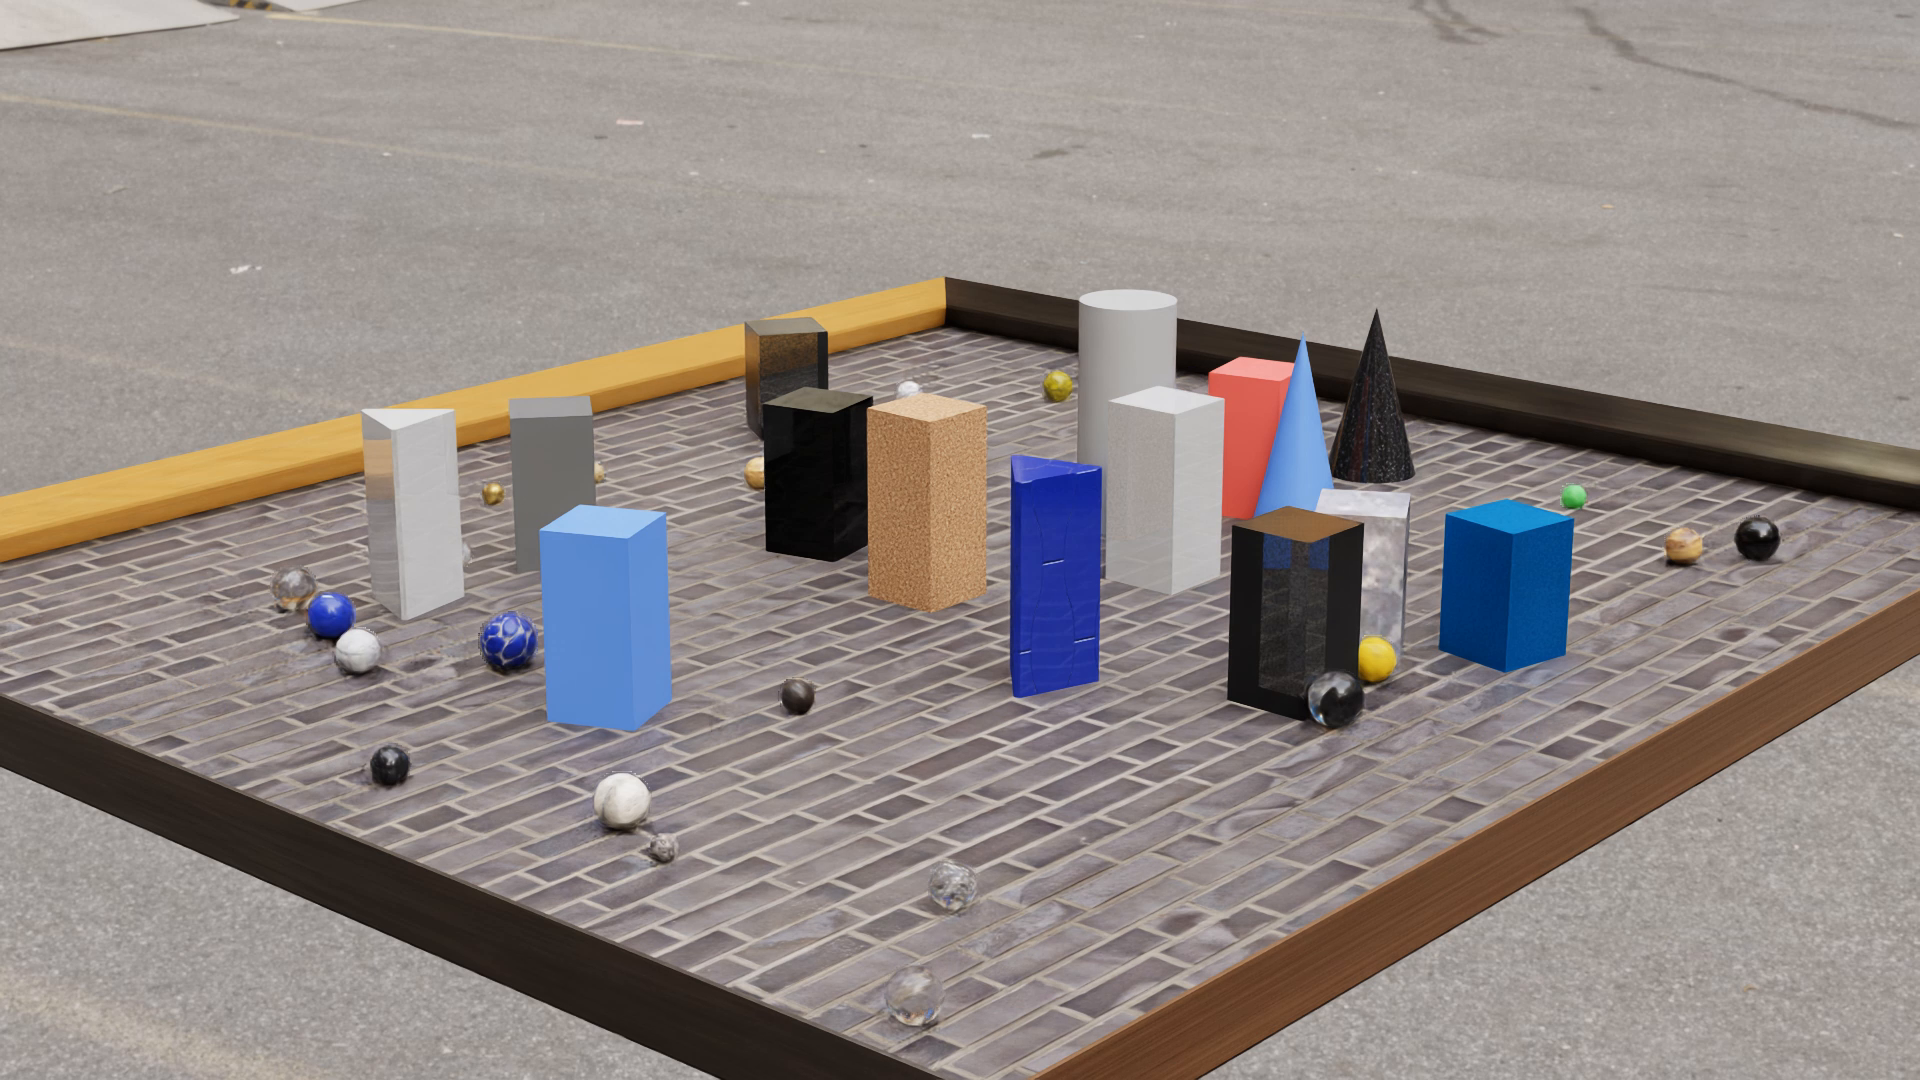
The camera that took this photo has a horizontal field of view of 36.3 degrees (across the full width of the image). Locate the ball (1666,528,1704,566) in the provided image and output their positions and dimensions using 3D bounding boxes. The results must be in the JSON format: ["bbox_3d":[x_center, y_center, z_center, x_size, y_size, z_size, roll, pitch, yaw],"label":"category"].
[{"bbox_3d":[1.302,0.012,5.272,0.067,0.067,0.067,0,17,0],"label":"ball"}]

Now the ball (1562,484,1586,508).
[{"bbox_3d":[1.177,-0.083,5.619,0.047,0.047,0.047,0,17,0],"label":"ball"}]

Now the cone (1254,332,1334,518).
[{"bbox_3d":[0.617,-0.182,5.326,0.182,0.406,0.182,0,17,0],"label":"cone"}]

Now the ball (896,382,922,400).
[{"bbox_3d":[-0.110,-0.316,6.373,0.057,0.057,0.057,0,17,0],"label":"ball"}]

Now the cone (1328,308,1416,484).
[{"bbox_3d":[0.822,-0.299,5.832,0.182,0.337,0.182,0,17,0],"label":"cone"}]

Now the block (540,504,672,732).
[{"bbox_3d":[-0.543,0.118,4.507,0.145,0.307,0.145,5,18,17],"label":"block"}]

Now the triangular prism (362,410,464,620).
[{"bbox_3d":[-0.962,-0.053,5.025,0.136,0.334,0.157,10,19,29],"label":"triangular prism"}]

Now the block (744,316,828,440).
[{"bbox_3d":[-0.364,-0.340,6.163,0.145,0.224,0.145,-5,18,-15],"label":"block"}]

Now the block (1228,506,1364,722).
[{"bbox_3d":[0.522,0.112,4.562,0.145,0.286,0.145,15,22,40],"label":"block"}]

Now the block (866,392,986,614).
[{"bbox_3d":[-0.056,-0.066,5.061,0.145,0.337,0.145,14,22,39],"label":"block"}]

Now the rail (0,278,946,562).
[{"bbox_3d":[-1.051,-0.235,5.995,0.045,0.118,3.145,14,22,39],"label":"rail"}]

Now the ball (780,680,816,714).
[{"bbox_3d":[-0.251,0.242,4.535,0.053,0.053,0.053,0,17,0],"label":"ball"}]

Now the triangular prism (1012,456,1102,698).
[{"bbox_3d":[0.120,0.050,4.652,0.157,0.353,0.136,-10,20,-30],"label":"triangular prism"}]

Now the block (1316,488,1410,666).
[{"bbox_3d":[0.654,0.060,4.793,0.145,0.251,0.145,3,17,11],"label":"block"}]

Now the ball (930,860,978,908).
[{"bbox_3d":[-0.009,0.450,3.831,0.063,0.063,0.063,0,17,0],"label":"ball"}]

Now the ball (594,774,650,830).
[{"bbox_3d":[-0.472,0.364,4.089,0.079,0.079,0.079,0,17,0],"label":"ball"}]

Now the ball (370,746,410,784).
[{"bbox_3d":[-0.827,0.326,4.253,0.056,0.056,0.056,0,17,0],"label":"ball"}]

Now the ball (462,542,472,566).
[{"bbox_3d":[-0.900,0.026,5.259,0.047,0.047,0.047,0,17,0],"label":"ball"}]

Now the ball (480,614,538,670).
[{"bbox_3d":[-0.728,0.163,4.731,0.090,0.090,0.090,0,17,0],"label":"ball"}]

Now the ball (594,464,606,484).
[{"bbox_3d":[-0.721,-0.131,5.786,0.041,0.041,0.041,0,17,0],"label":"ball"}]

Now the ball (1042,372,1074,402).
[{"bbox_3d":[0.215,-0.336,6.421,0.067,0.067,0.067,0,17,0],"label":"ball"}]

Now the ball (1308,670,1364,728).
[{"bbox_3d":[0.574,0.243,4.474,0.087,0.087,0.087,0,17,0],"label":"ball"}]

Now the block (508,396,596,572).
[{"bbox_3d":[-0.732,-0.102,5.276,0.145,0.283,0.145,-3,17,-9],"label":"block"}]

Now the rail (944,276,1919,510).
[{"bbox_3d":[1.015,-0.310,6.241,2.831,0.118,0.045,14,22,39],"label":"rail"}]

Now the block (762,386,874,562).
[{"bbox_3d":[-0.256,-0.121,5.345,0.145,0.278,0.145,9,19,27],"label":"block"}]

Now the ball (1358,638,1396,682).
[{"bbox_3d":[0.658,0.191,4.671,0.072,0.072,0.072,0,17,0],"label":"ball"}]

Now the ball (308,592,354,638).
[{"bbox_3d":[-1.047,0.125,4.880,0.077,0.077,0.077,0,17,0],"label":"ball"}]

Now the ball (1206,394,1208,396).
[{"bbox_3d":[0.534,-0.275,6.212,0.070,0.070,0.070,0,17,0],"label":"ball"}]

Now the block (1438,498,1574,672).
[{"bbox_3d":[0.891,0.073,4.783,0.145,0.233,0.145,-13,21,-36],"label":"block"}]

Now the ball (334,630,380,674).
[{"bbox_3d":[-0.968,0.179,4.712,0.071,0.071,0.071,0,17,0],"label":"ball"}]

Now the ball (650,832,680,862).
[{"bbox_3d":[-0.401,0.417,3.978,0.041,0.041,0.041,0,17,0],"label":"ball"}]

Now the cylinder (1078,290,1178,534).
[{"bbox_3d":[0.310,-0.239,5.474,0.182,0.429,0.182,0,17,0],"label":"cylinder"}]

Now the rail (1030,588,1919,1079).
[{"bbox_3d":[1.051,0.294,4.248,0.045,0.118,3.145,14,22,39],"label":"rail"}]

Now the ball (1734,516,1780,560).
[{"bbox_3d":[1.440,-0.002,5.296,0.080,0.080,0.080,0,17,0],"label":"ball"}]

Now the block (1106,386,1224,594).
[{"bbox_3d":[0.360,-0.089,5.159,0.145,0.325,0.145,14,22,38],"label":"block"}]

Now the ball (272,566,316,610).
[{"bbox_3d":[-1.141,0.084,5.019,0.075,0.075,0.075,0,17,0],"label":"ball"}]

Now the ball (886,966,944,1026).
[{"bbox_3d":[-0.054,0.545,3.506,0.071,0.071,0.071,0,17,0],"label":"ball"}]

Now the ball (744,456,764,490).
[{"bbox_3d":[-0.390,-0.130,5.742,0.065,0.065,0.065,0,17,0],"label":"ball"}]

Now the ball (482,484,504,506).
[{"bbox_3d":[-0.898,-0.088,5.644,0.042,0.042,0.042,0,17,0],"label":"ball"}]

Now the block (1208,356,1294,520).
[{"bbox_3d":[0.567,-0.191,5.580,0.145,0.276,0.145,9,19,28],"label":"block"}]

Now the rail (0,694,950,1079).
[{"bbox_3d":[-1.015,0.369,4.002,2.831,0.118,0.045,14,22,39],"label":"rail"}]
